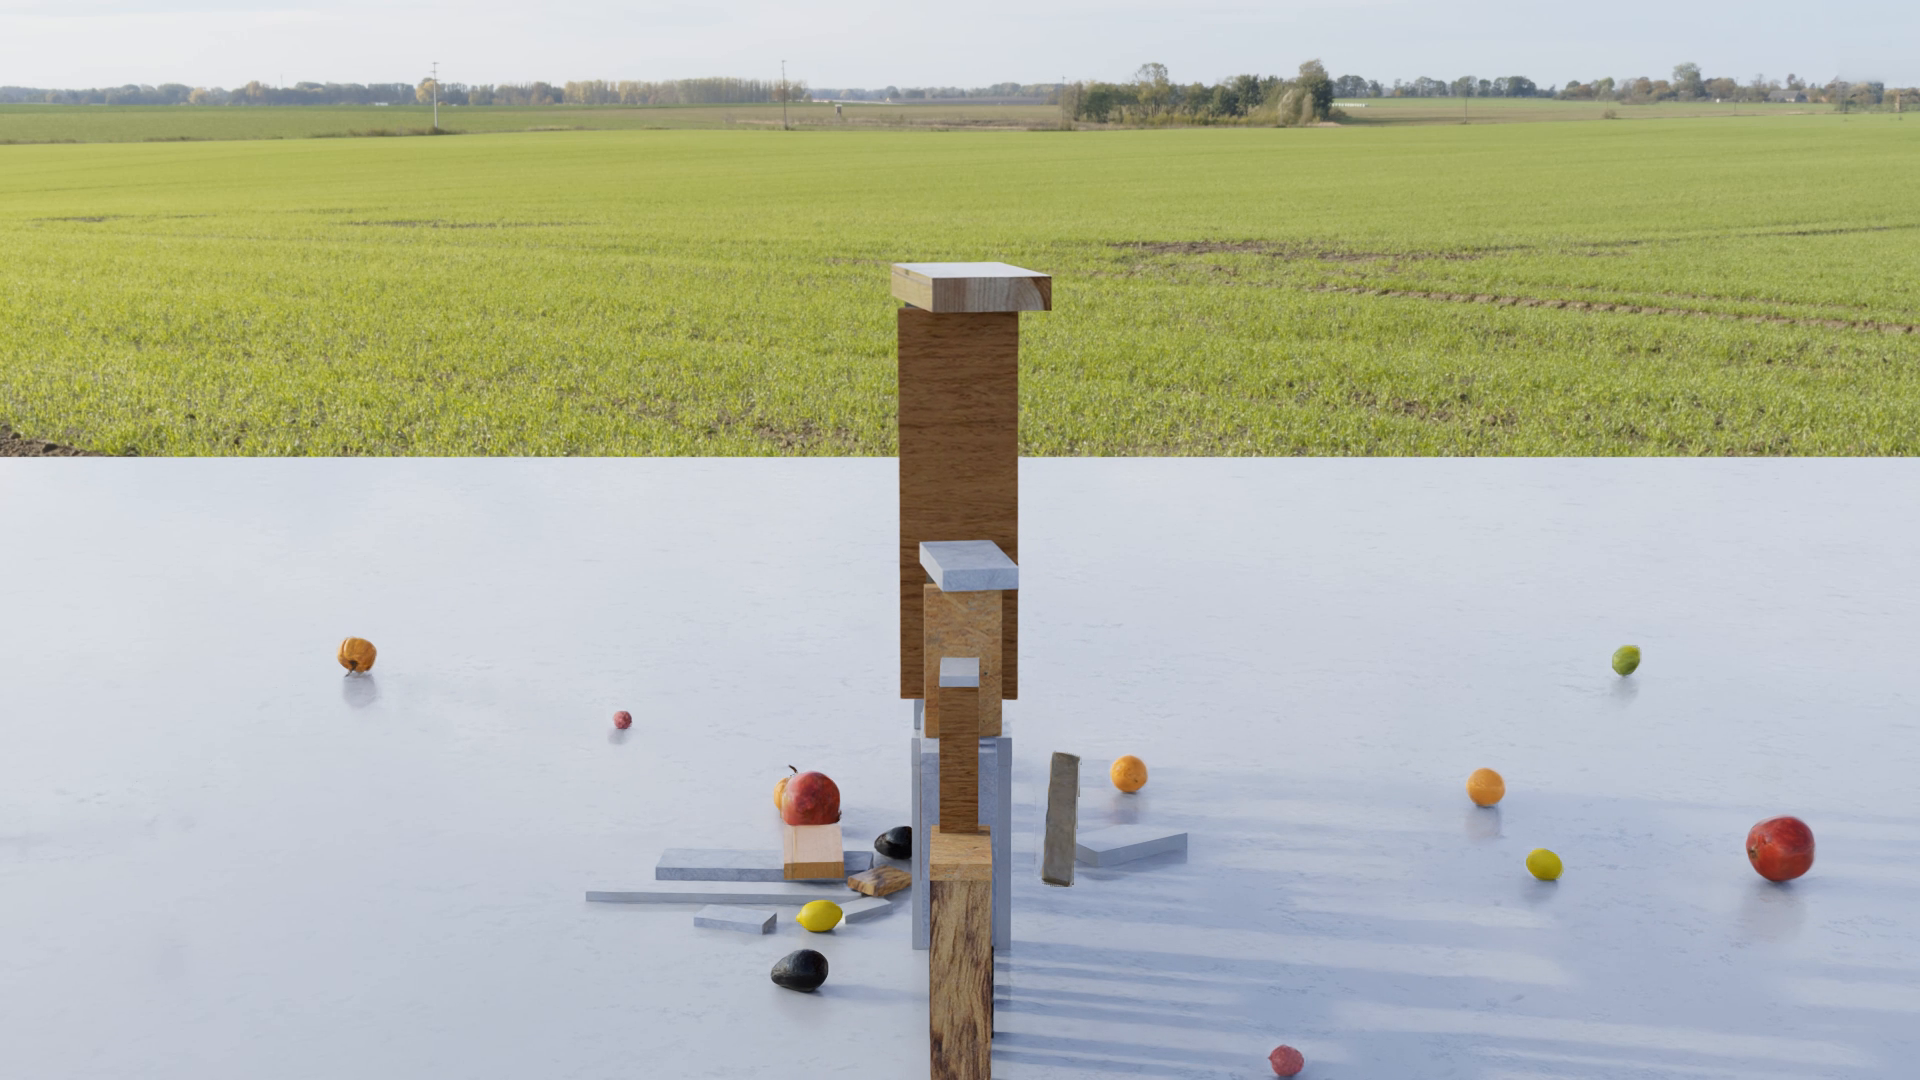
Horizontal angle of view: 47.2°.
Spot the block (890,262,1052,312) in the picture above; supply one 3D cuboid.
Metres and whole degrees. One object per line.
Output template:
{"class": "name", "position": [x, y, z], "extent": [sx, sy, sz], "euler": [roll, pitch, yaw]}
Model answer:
{"class": "block", "position": [0.011, -0.376, 3.255], "extent": [0.172, 0.049, 0.344], "euler": [-2, 11, -11]}

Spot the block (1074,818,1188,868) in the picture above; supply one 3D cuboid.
{"class": "block", "position": [0.293, 0.535, 3.889], "extent": [0.199, 0.028, 0.099], "euler": [-7, 13, -33]}

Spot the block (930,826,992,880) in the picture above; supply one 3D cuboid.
{"class": "block", "position": [0.001, 0.406, 2.863], "extent": [0.079, 0.022, 0.158], "euler": [0, 11, 0]}

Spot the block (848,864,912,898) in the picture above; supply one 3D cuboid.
{"class": "block", "position": [-0.132, 0.569, 3.671], "extent": [0.059, 0.017, 0.119], "euler": [16, 9, 27]}

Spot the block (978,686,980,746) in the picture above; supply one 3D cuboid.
{"class": "block", "position": [0.000, 0.226, 2.953], "extent": [0.051, 0.103, 0.015], "euler": [0, 11, -2]}

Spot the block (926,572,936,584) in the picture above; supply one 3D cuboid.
{"class": "block", "position": [0.005, 0.141, 3.141], "extent": [0.104, 0.216, 0.029], "euler": [0, 10, 2]}

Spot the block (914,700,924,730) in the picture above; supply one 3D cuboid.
{"class": "block", "position": [-0.003, 0.154, 3.366], "extent": [0.135, 0.269, 0.038], "euler": [0, 10, 0]}

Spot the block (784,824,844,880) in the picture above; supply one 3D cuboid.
{"class": "block", "position": [-0.251, 0.531, 3.754], "extent": [0.099, 0.028, 0.199], "euler": [-1, 11, -5]}

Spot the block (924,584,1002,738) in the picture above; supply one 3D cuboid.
{"class": "block", "position": [0.004, 0.164, 2.996], "extent": [0.104, 0.208, 0.029], "euler": [-1, 10, -4]}

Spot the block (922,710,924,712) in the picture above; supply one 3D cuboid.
{"class": "block", "position": [-0.004, 0.248, 3.235], "extent": [0.099, 0.028, 0.197], "euler": [0, 10, 0]}

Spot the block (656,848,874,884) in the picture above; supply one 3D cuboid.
{"class": "block", "position": [-0.332, 0.559, 3.759], "extent": [0.361, 0.028, 0.099], "euler": [0, 11, 3]}

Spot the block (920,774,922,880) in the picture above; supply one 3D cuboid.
{"class": "block", "position": [-0.005, 0.381, 3.117], "extent": [0.102, 0.204, 0.029], "euler": [0, 11, 2]}

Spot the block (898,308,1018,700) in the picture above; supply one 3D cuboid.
{"class": "block", "position": [-0.001, -0.051, 3.206], "extent": [0.172, 0.571, 0.049], "euler": [0, 10, 2]}

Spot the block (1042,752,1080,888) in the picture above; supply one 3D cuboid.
{"class": "block", "position": [0.175, 0.480, 3.811], "extent": [0.048, 0.014, 0.303], "euler": [14, 38, -5]}

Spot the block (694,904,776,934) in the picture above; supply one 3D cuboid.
{"class": "block", "position": [-0.360, 0.608, 3.525], "extent": [0.119, 0.017, 0.059], "euler": [3, 11, 18]}

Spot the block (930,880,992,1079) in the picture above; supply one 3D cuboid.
{"class": "block", "position": [0.001, 0.583, 2.842], "extent": [0.079, 0.317, 0.022], "euler": [0, 11, 0]}

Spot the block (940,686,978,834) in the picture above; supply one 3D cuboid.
{"class": "block", "position": [-0.001, 0.287, 2.893], "extent": [0.051, 0.201, 0.015], "euler": [0, 11, 0]}

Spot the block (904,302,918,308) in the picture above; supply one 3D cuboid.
{"class": "block", "position": [0.003, -0.204, 3.406], "extent": [0.172, 0.344, 0.049], "euler": [0, 10, 3]}

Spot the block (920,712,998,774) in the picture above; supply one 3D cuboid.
{"class": "block", "position": [-0.003, 0.278, 3.029], "extent": [0.102, 0.029, 0.204], "euler": [0, 11, -1]}

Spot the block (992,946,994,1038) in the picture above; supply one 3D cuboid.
{"class": "block", "position": [0.002, 0.608, 3.080], "extent": [0.090, 0.179, 0.025], "euler": [0, 11, 0]}

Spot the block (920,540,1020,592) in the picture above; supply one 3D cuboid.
{"class": "block", "position": [0.011, 0.034, 3.043], "extent": [0.104, 0.029, 0.208], "euler": [-2, 11, -9]}

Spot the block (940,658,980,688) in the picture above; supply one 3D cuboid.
{"class": "block", "position": [0.000, 0.174, 2.907], "extent": [0.051, 0.015, 0.103], "euler": [0, 11, 1]}

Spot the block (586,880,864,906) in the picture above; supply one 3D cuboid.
{"class": "block", "position": [-0.388, 0.585, 3.651], "extent": [0.458, 0.017, 0.059], "euler": [0, 11, 3]}

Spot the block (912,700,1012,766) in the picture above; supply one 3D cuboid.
{"class": "block", "position": [0.002, 0.292, 3.477], "extent": [0.153, 0.043, 0.306], "euler": [0, 10, 0]}

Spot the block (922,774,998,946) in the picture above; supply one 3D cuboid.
{"class": "block", "position": [-0.001, 0.428, 2.987], "extent": [0.102, 0.250, 0.029], "euler": [0, 11, 1]}

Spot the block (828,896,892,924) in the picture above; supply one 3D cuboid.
{"class": "block", "position": [-0.162, 0.600, 3.576], "extent": [0.096, 0.014, 0.048], "euler": [-8, 13, -38]}

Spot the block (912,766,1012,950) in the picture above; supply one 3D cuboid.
{"class": "block", "position": [0.003, 0.482, 3.411], "extent": [0.153, 0.306, 0.043], "euler": [0, 11, 1]}
